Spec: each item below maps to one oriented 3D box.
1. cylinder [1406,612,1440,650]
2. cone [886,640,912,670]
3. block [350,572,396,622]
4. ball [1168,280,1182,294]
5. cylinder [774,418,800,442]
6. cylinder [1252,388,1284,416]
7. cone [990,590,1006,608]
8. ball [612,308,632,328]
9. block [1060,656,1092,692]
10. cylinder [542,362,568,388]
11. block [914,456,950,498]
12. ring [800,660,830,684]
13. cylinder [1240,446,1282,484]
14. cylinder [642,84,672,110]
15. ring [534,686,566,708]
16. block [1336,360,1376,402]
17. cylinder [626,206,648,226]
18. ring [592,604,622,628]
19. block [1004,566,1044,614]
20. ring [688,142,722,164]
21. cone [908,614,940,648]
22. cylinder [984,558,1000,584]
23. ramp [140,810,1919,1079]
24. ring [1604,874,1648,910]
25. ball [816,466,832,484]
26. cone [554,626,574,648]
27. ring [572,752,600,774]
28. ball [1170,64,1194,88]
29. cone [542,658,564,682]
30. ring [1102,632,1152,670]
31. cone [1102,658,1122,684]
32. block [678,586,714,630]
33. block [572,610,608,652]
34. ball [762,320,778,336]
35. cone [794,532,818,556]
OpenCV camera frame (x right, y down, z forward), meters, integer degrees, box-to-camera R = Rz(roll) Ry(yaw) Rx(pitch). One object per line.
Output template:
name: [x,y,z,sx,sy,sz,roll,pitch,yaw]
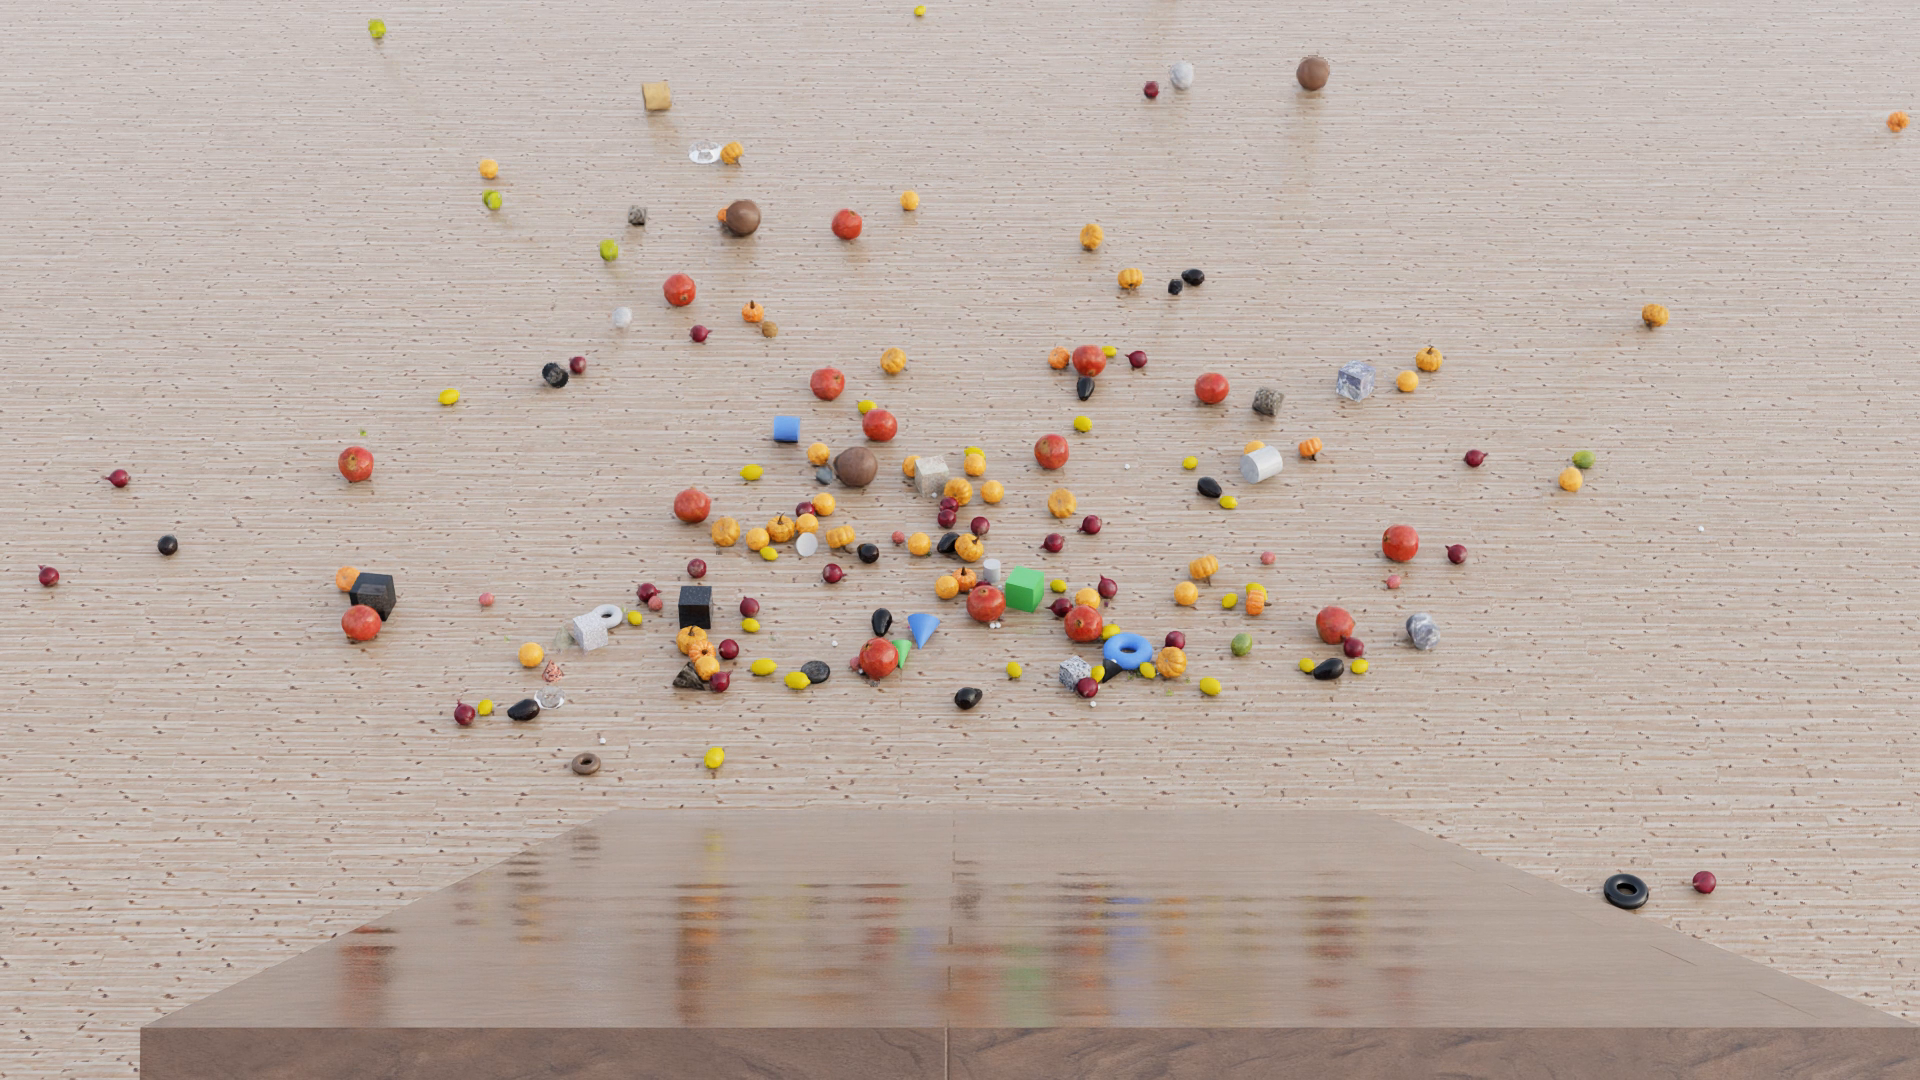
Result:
cylinder: [1.349,0.266,7.582,0.079,0.079,0.079,-8,37,-10]
cone: [-0.174,0.339,7.521,0.077,0.077,0.077,-4,63,-5]
block: [-1.737,0.168,7.696,0.099,0.099,0.099,5,37,7]
ball: [0.756,-0.889,9.153,0.052,0.052,0.052,0,37,0]
cylinder: [-0.561,-0.357,8.419,0.077,0.077,0.077,2,37,3]
cylinder: [1.013,-0.453,8.549,0.077,0.077,0.077,18,40,22]
cone: [0.128,0.174,7.751,0.054,0.054,0.054,34,22,37]
ball: [-1.168,-0.766,8.975,0.068,0.068,0.068,0,37,0]
block: [0.329,0.382,7.438,0.064,0.064,0.064,-24,43,-29]
cylinder: [-1.352,-0.551,8.689,0.065,0.065,0.065,-24,43,-29]
block: [-0.088,-0.200,8.200,0.088,0.088,0.088,-10,38,-13]
ring: [-0.416,0.379,7.472,0.087,0.029,0.087,-1,38,1]
cylinder: [0.955,-0.240,8.245,0.096,0.096,0.096,-22,42,-27]
cylinder: [-1.197,-1.748,10.266,0.098,0.098,0.098,-9,38,-11]
ring: [-1.164,0.446,7.382,0.088,0.029,0.088,1,36,-1]
block: [1.316,-0.530,8.641,0.089,0.089,0.089,28,45,32]
cylinder: [-1.185,-1.189,9.550,0.059,0.059,0.059,30,41,0]
ring: [-1.044,0.226,7.675,0.097,0.032,0.097,0,38,0]
block: [0.192,0.146,7.733,0.089,0.089,0.089,14,39,18]
ring: [-0.977,-1.485,9.961,0.132,0.044,0.132,-1,37,1]
cone: [-0.112,0.278,7.595,0.096,0.096,0.096,4,63,6]
cylinder: [0.096,0.093,7.836,0.053,0.053,0.053,0,37,0]
ramp: [0.081,0.682,4.913,2.000,0.100,4.000,0,-2,0]
ring: [1.729,0.912,6.750,0.117,0.039,0.117,1,38,0]
ball: [-0.430,-0.206,8.236,0.054,0.054,0.054,0,37,0]
cone: [-1.158,0.272,7.586,0.064,0.064,0.064,0,37,0]
ring: [-1.029,0.615,7.157,0.080,0.027,0.080,-1,37,1]
ball: [0.890,-1.857,10.415,0.097,0.097,0.097,0,37,0]
cone: [-1.171,0.365,7.462,0.063,0.063,0.063,0,37,0]
ring: [0.486,0.322,7.532,0.146,0.049,0.146,1,36,-1]
cone: [0.424,0.386,7.462,0.065,0.065,0.065,20,68,25]
block: [-0.778,0.199,7.662,0.091,0.091,0.091,1,37,1]
block: [-1.077,0.266,7.585,0.074,0.074,0.074,-19,41,-24]
ball: [-0.655,-0.726,8.932,0.056,0.056,0.056,0,37,0]
cone: [-0.487,0.011,7.962,0.074,0.074,0.074,-26,17,-30]
